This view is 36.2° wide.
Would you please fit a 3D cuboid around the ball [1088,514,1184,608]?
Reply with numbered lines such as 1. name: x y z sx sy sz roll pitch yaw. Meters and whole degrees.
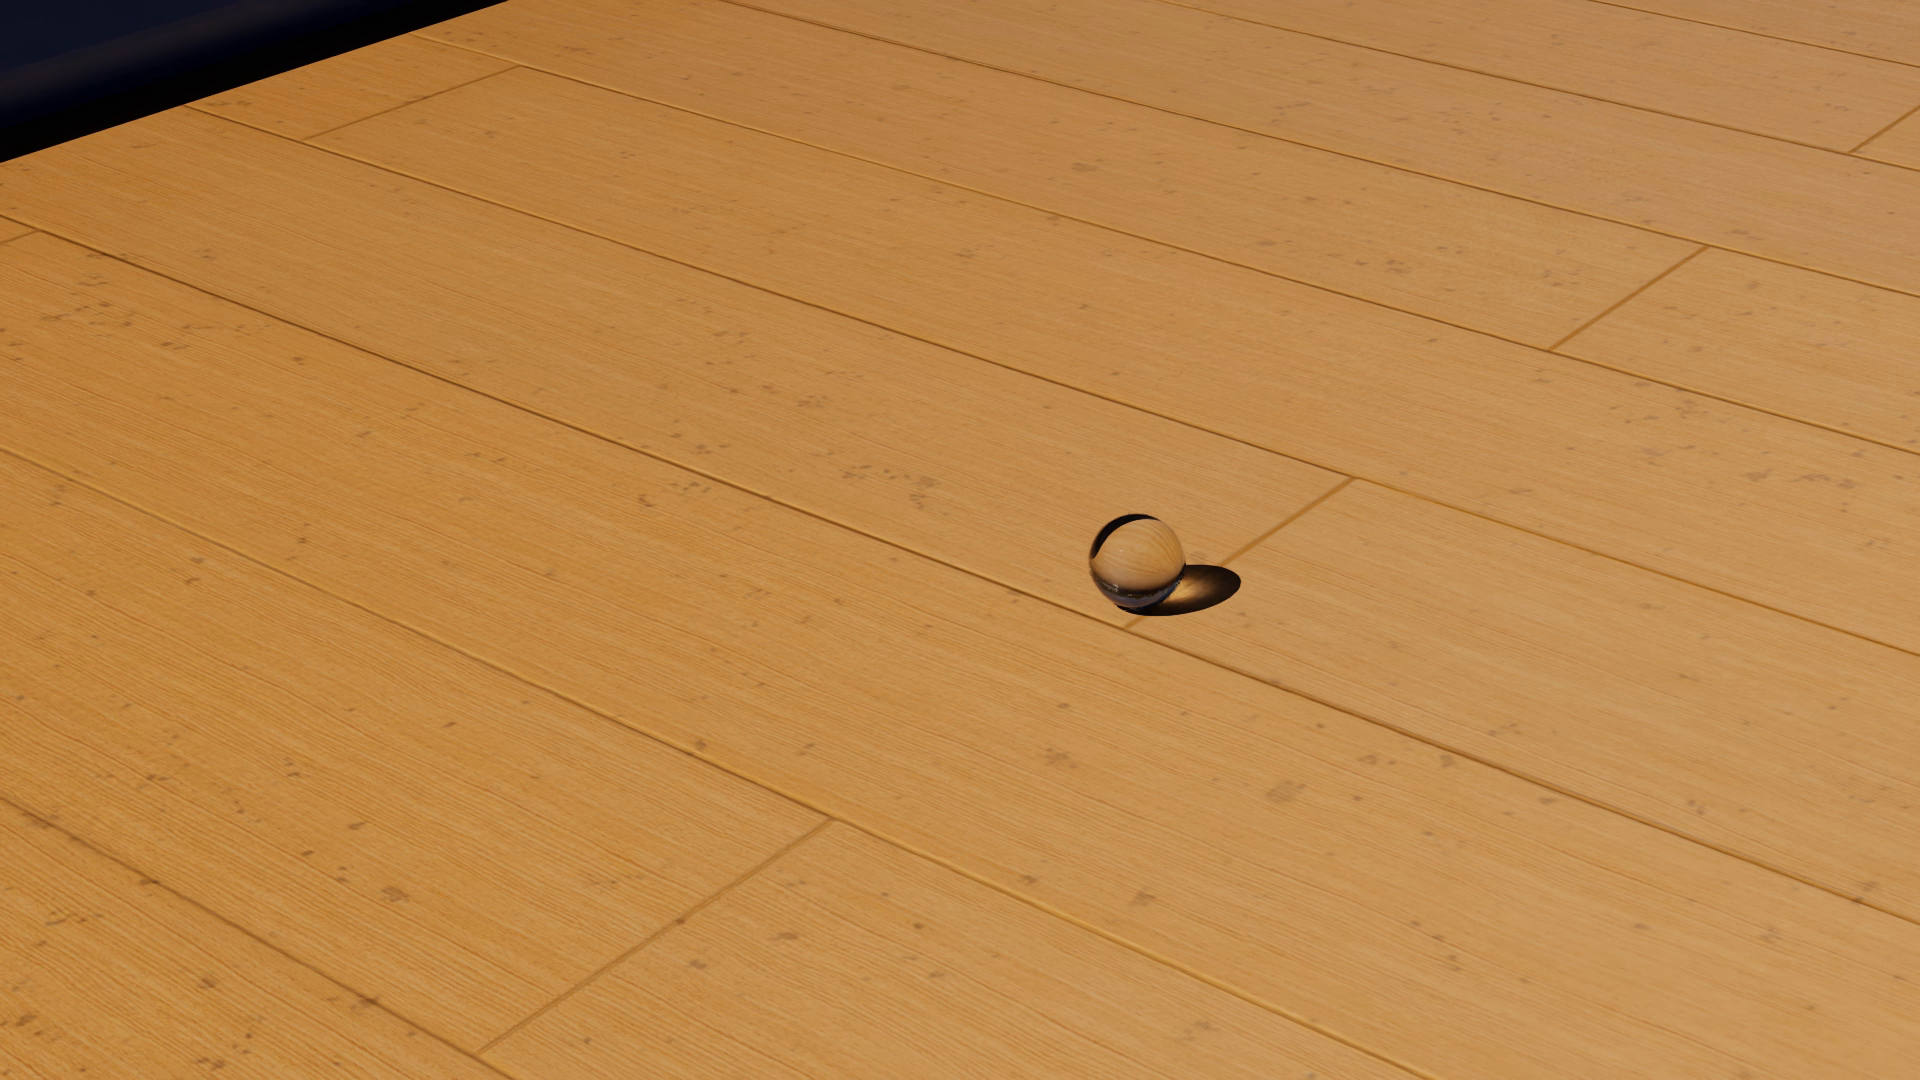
1. ball: 0.101 0.012 1.679 0.054 0.054 0.054 0 27 0

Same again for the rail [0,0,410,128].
1. rail: -0.177 -0.728 3.042 0.045 0.116 4.350 20 33 33
